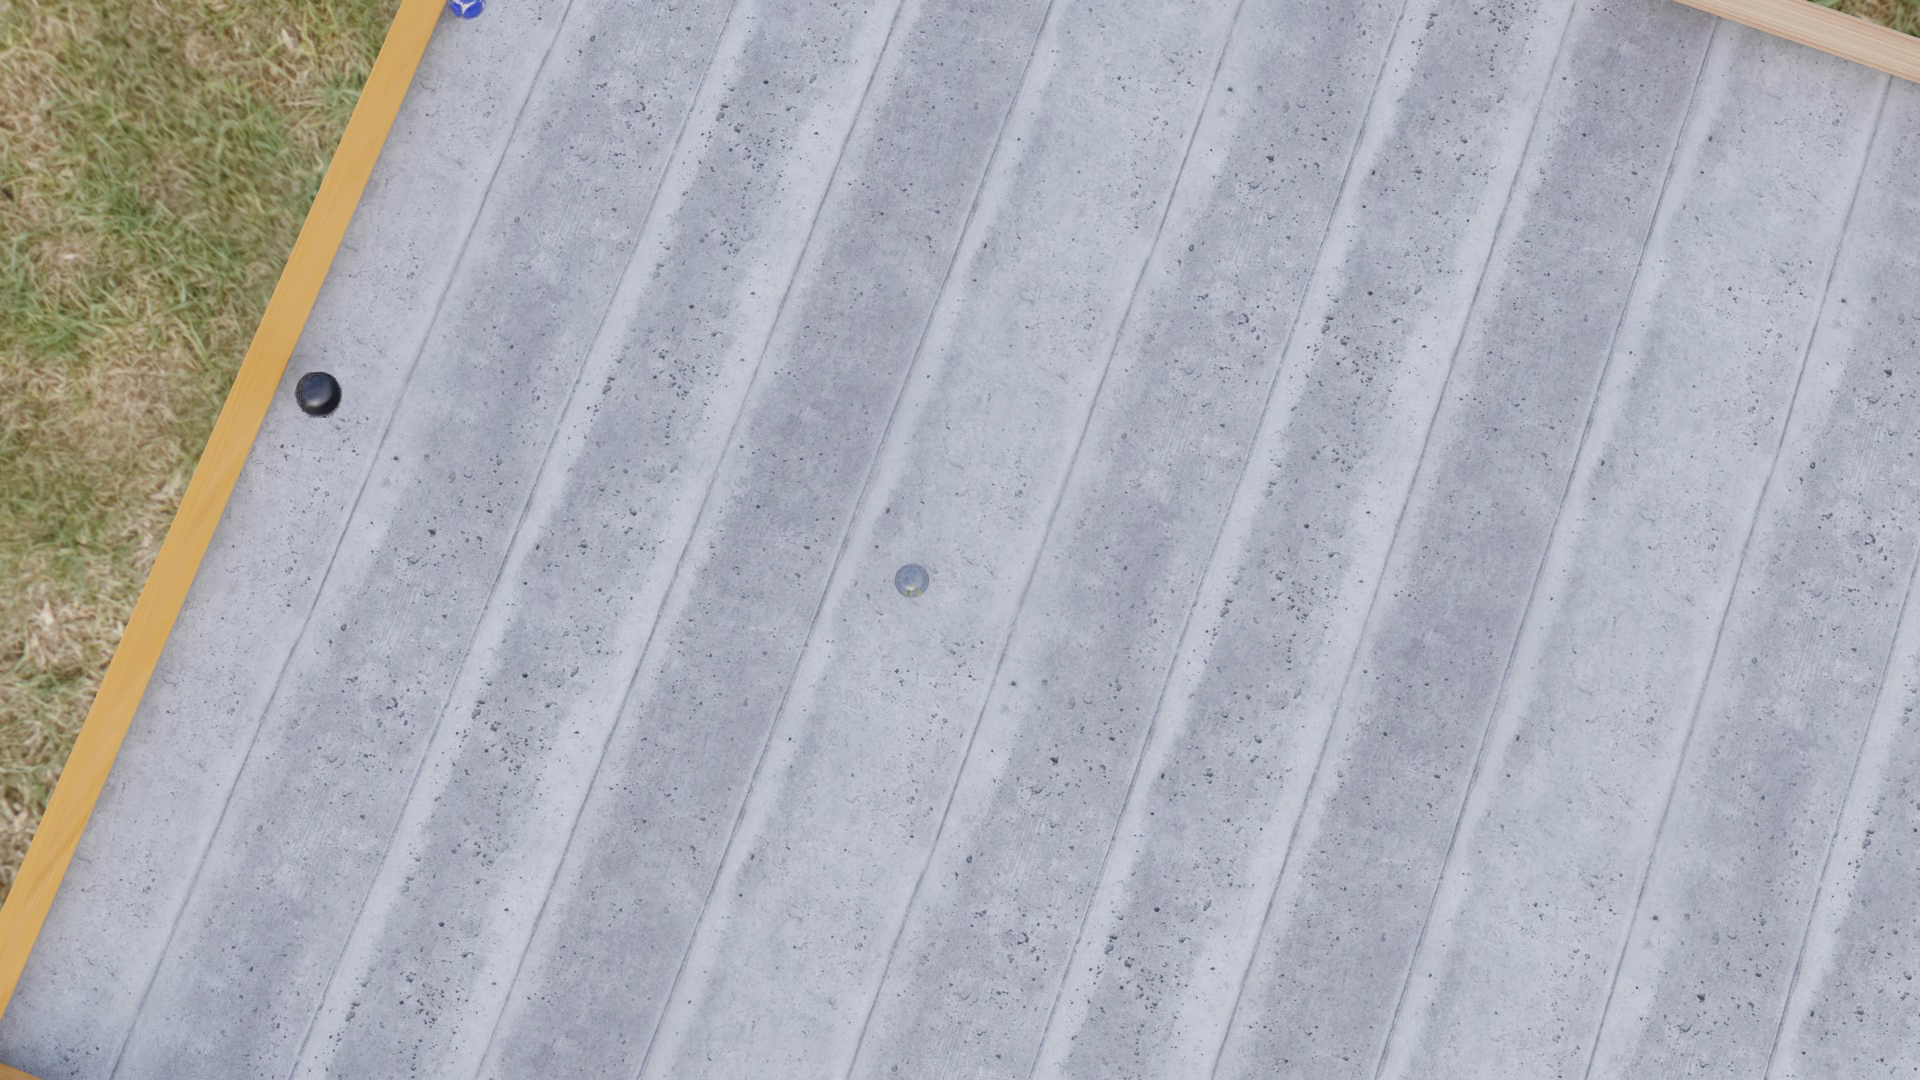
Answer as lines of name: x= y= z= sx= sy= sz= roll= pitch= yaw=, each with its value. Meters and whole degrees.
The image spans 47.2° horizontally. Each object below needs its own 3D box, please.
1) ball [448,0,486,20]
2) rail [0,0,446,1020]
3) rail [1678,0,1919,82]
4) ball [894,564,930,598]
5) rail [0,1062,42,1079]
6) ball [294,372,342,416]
ball: x=-0.774 y=-0.845 z=3.453 sx=0.057 sy=0.057 sz=0.057 roll=0 pitch=79 yaw=0
rail: x=-1.005 y=-0.366 z=3.346 sx=0.045 sy=0.090 sz=2.467 roll=20 pitch=80 yaw=4
rail: x=1.444 y=-0.748 z=3.417 sx=4.377 sy=0.090 sz=0.045 roll=20 pitch=80 yaw=4
ball: x=-0.072 y=0.061 z=3.287 sx=0.052 sy=0.052 sz=0.052 roll=0 pitch=79 yaw=0
rail: x=0.610 y=1.485 z=3.002 sx=4.377 sy=0.090 sz=0.045 roll=20 pitch=80 yaw=4
ball: x=-0.971 y=-0.221 z=3.331 sx=0.069 sy=0.069 sz=0.069 roll=0 pitch=79 yaw=0
